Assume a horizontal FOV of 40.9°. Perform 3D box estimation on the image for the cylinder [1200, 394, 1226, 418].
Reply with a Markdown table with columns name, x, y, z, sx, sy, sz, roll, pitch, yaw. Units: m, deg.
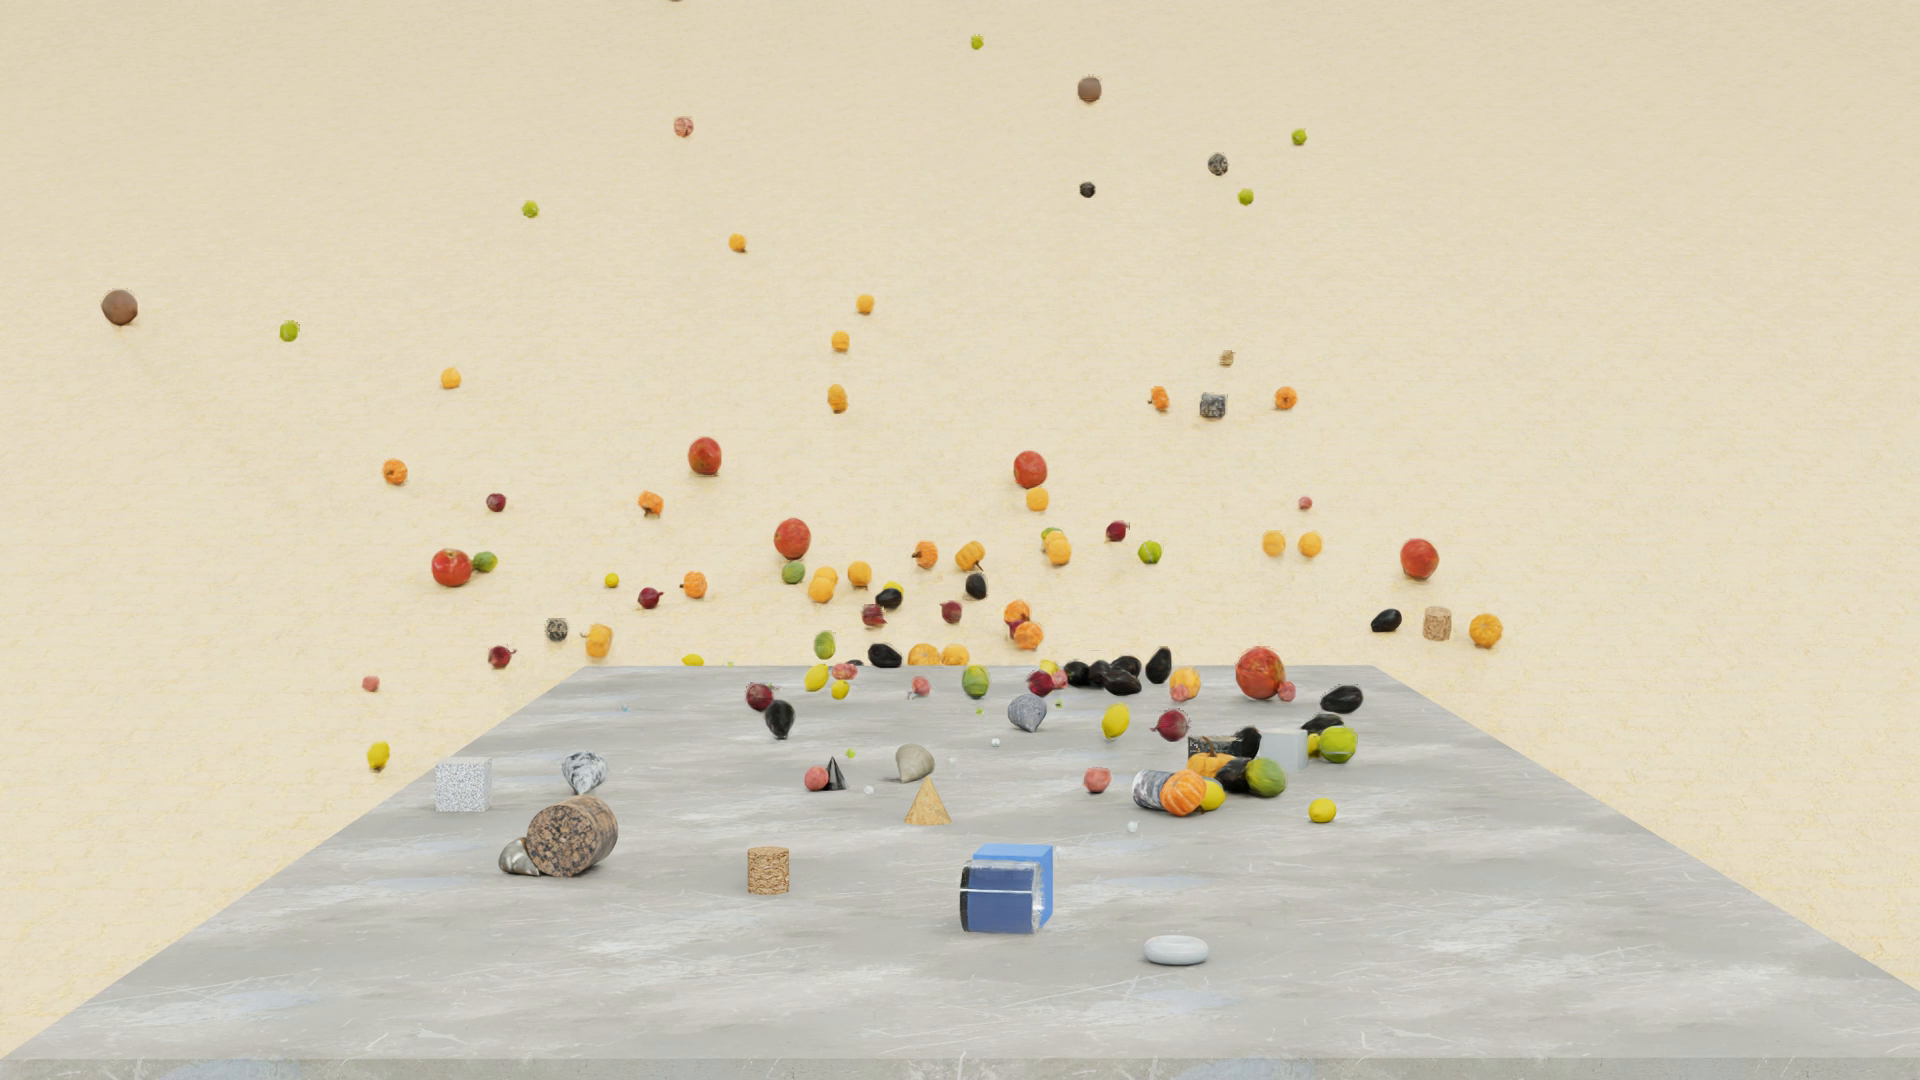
| name | x | y | z | sx | sy | sz | roll | pitch | yaw |
| --- | --- | --- | --- | --- | --- | --- | --- | --- | --- |
| cylinder | 0.842 | -0.445 | 8.554 | 0.074 | 0.074 | 0.074 | 7 | 23 | 15 |

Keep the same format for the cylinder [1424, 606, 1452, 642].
| name | x | y | z | sx | sy | sz | roll | pitch | yaw |
| --- | --- | --- | --- | --- | --- | --- | --- | --- | --- |
| cylinder | 1.284 | 0.225 | 6.915 | 0.071 | 0.071 | 0.071 | 0 | 22 | 0 |

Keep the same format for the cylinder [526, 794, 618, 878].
| name | x | y | z | sx | sy | sz | roll | pitch | yaw |
| --- | --- | --- | --- | --- | --- | --- | --- | --- | --- |
| cylinder | -0.539 | 0.411 | 3.579 | 0.100 | 0.100 | 0.100 | 4 | 4 | 11 |

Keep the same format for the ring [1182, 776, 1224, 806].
| name | x | y | z | sx | sy | sz | roll | pitch | yaw |
| --- | --- | --- | --- | --- | --- | --- | --- | --- | --- |
| ring | 0.372 | 0.411 | 4.206 | 0.118 | 0.039 | 0.118 | -1 | 2 | 0 |

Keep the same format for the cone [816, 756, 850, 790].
| name | x | y | z | sx | sy | sz | roll | pitch | yaw |
| --- | --- | --- | --- | --- | --- | --- | --- | --- | --- |
| cone | -0.216 | 0.394 | 4.373 | 0.057 | 0.057 | 0.057 | 0 | 3 | 0 |

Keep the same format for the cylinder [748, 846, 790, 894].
| name | x | y | z | sx | sy | sz | roll | pitch | yaw |
| --- | --- | --- | --- | --- | --- | --- | --- | --- | --- |
| cylinder | -0.255 | 0.440 | 3.428 | 0.055 | 0.055 | 0.055 | 0 | 3 | 0 |

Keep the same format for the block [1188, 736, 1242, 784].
| name | x | y | z | sx | sy | sz | roll | pitch | yaw |
| --- | --- | --- | --- | --- | --- | --- | --- | --- | --- |
| block | 0.443 | 0.381 | 4.466 | 0.073 | 0.073 | 0.073 | -1 | 3 | -14 |

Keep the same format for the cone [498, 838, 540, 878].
| name | x | y | z | sx | sy | sz | roll | pitch | yaw |
| --- | --- | --- | --- | --- | --- | --- | --- | --- | --- |
| cone | -0.597 | 0.450 | 3.548 | 0.057 | 0.057 | 0.057 | -20 | 42 | -39 |

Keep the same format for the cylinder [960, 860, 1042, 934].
| name | x | y | z | sx | sy | sz | roll | pitch | yaw |
| --- | --- | --- | --- | --- | --- | --- | --- | --- | --- |
| cylinder | 0.051 | 0.437 | 3.149 | 0.088 | 0.088 | 0.088 | 0 | 22 | 11 |

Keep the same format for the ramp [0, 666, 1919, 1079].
| name | x | y | z | sx | sy | sz | roll | pitch | yaw |
| --- | --- | --- | --- | --- | --- | --- | --- | --- | --- |
| ramp | 0.051 | 0.465 | 4.534 | 2.000 | 0.100 | 4.000 | 0 | 3 | 0 |

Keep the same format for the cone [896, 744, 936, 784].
| name | x | y | z | sx | sy | sz | roll | pitch | yaw |
| --- | --- | --- | --- | --- | --- | --- | --- | --- | --- |
| cone | -0.089 | 0.402 | 4.455 | 0.072 | 0.072 | 0.072 | 8 | 37 | 19 |

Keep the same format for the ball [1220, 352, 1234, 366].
| name | x | y | z | sx | sy | sz | roll | pitch | yaw |
| --- | --- | --- | --- | --- | --- | --- | --- | --- | --- |
| ball | 0.940 | -0.636 | 9.052 | 0.052 | 0.052 | 0.052 | 0 | 22 | 0 |

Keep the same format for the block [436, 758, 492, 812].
| name | x | y | z | sx | sy | sz | roll | pitch | yaw |
| --- | --- | --- | --- | --- | --- | --- | --- | --- | --- |
| block | -0.801 | 0.395 | 4.158 | 0.077 | 0.077 | 0.077 | 0 | 3 | -1 |

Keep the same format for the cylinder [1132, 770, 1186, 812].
| name | x | y | z | sx | sy | sz | roll | pitch | yaw |
| --- | --- | --- | --- | --- | --- | --- | --- | --- | --- |
| cylinder | 0.320 | 0.402 | 4.137 | 0.061 | 0.061 | 0.061 | 3 | 18 | 45 |

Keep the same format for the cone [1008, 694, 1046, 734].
| name | x | y | z | sx | sy | sz | roll | pitch | yaw |
| --- | --- | --- | --- | --- | --- | --- | --- | --- | --- |
| cone | 0.141 | 0.366 | 5.168 | 0.082 | 0.082 | 0.082 | -3 | 30 | -7 |

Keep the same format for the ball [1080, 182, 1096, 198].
| name | x | y | z | sx | sy | sz | roll | pitch | yaw |
| --- | --- | --- | --- | --- | --- | --- | --- | --- | --- |
| ball | 0.556 | -1.529 | 11.218 | 0.071 | 0.071 | 0.071 | 0 | 22 | 0 |

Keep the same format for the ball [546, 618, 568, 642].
| name | x | y | z | sx | sy | sz | roll | pitch | yaw |
| --- | --- | --- | --- | --- | --- | --- | --- | --- | --- |
| ball | -1.079 | 0.242 | 6.886 | 0.062 | 0.062 | 0.062 | 0 | 22 | 0 |

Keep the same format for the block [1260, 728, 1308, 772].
| name | x | y | z | sx | sy | sz | roll | pitch | yaw |
| --- | --- | --- | --- | --- | --- | --- | --- | --- | --- |
| block | 0.579 | 0.376 | 4.607 | 0.069 | 0.069 | 0.069 | 1 | 3 | 22 |

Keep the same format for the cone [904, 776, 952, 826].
| name | x | y | z | sx | sy | sz | roll | pitch | yaw |
| --- | --- | --- | --- | --- | --- | --- | --- | --- | --- |
| cone | -0.050 | 0.402 | 4.014 | 0.075 | 0.075 | 0.075 | 0 | 3 | 0 |

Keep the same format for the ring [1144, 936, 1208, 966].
| name | x | y | z | sx | sy | sz | roll | pitch | yaw |
| --- | --- | --- | --- | --- | --- | --- | --- | --- | --- |
| ring | 0.251 | 0.476 | 2.986 | 0.077 | 0.026 | 0.077 | 1 | 2 | 0 |

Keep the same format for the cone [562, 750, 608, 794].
| name | x | y | z | sx | sy | sz | roll | pitch | yaw |
| --- | --- | --- | --- | --- | --- | --- | --- | --- | --- |
| cone | -0.633 | 0.408 | 4.320 | 0.077 | 0.077 | 0.077 | -1 | 29 | -3 |

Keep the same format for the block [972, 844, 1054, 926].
| name | x | y | z | sx | sy | sz | roll | pitch | yaw |
| --- | --- | --- | --- | --- | --- | --- | --- | --- | --- |
| block | 0.067 | 0.433 | 3.235 | 0.088 | 0.088 | 0.088 | 0 | 3 | 11 |

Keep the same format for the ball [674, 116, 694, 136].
| name | x | y | z | sx | sy | sz | roll | pitch | yaw |
| --- | --- | --- | --- | --- | --- | --- | --- | --- | --- |
| ball | -1.318 | -1.971 | 12.271 | 0.095 | 0.095 | 0.095 | 0 | 22 | 0 |

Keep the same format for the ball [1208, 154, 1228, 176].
| name | x | y | z | sx | sy | sz | roll | pitch | yaw |
| --- | --- | --- | --- | --- | --- | --- | --- | --- | --- |
| ball | 1.163 | -1.690 | 11.581 | 0.095 | 0.095 | 0.095 | 0 | 22 | 0 |
